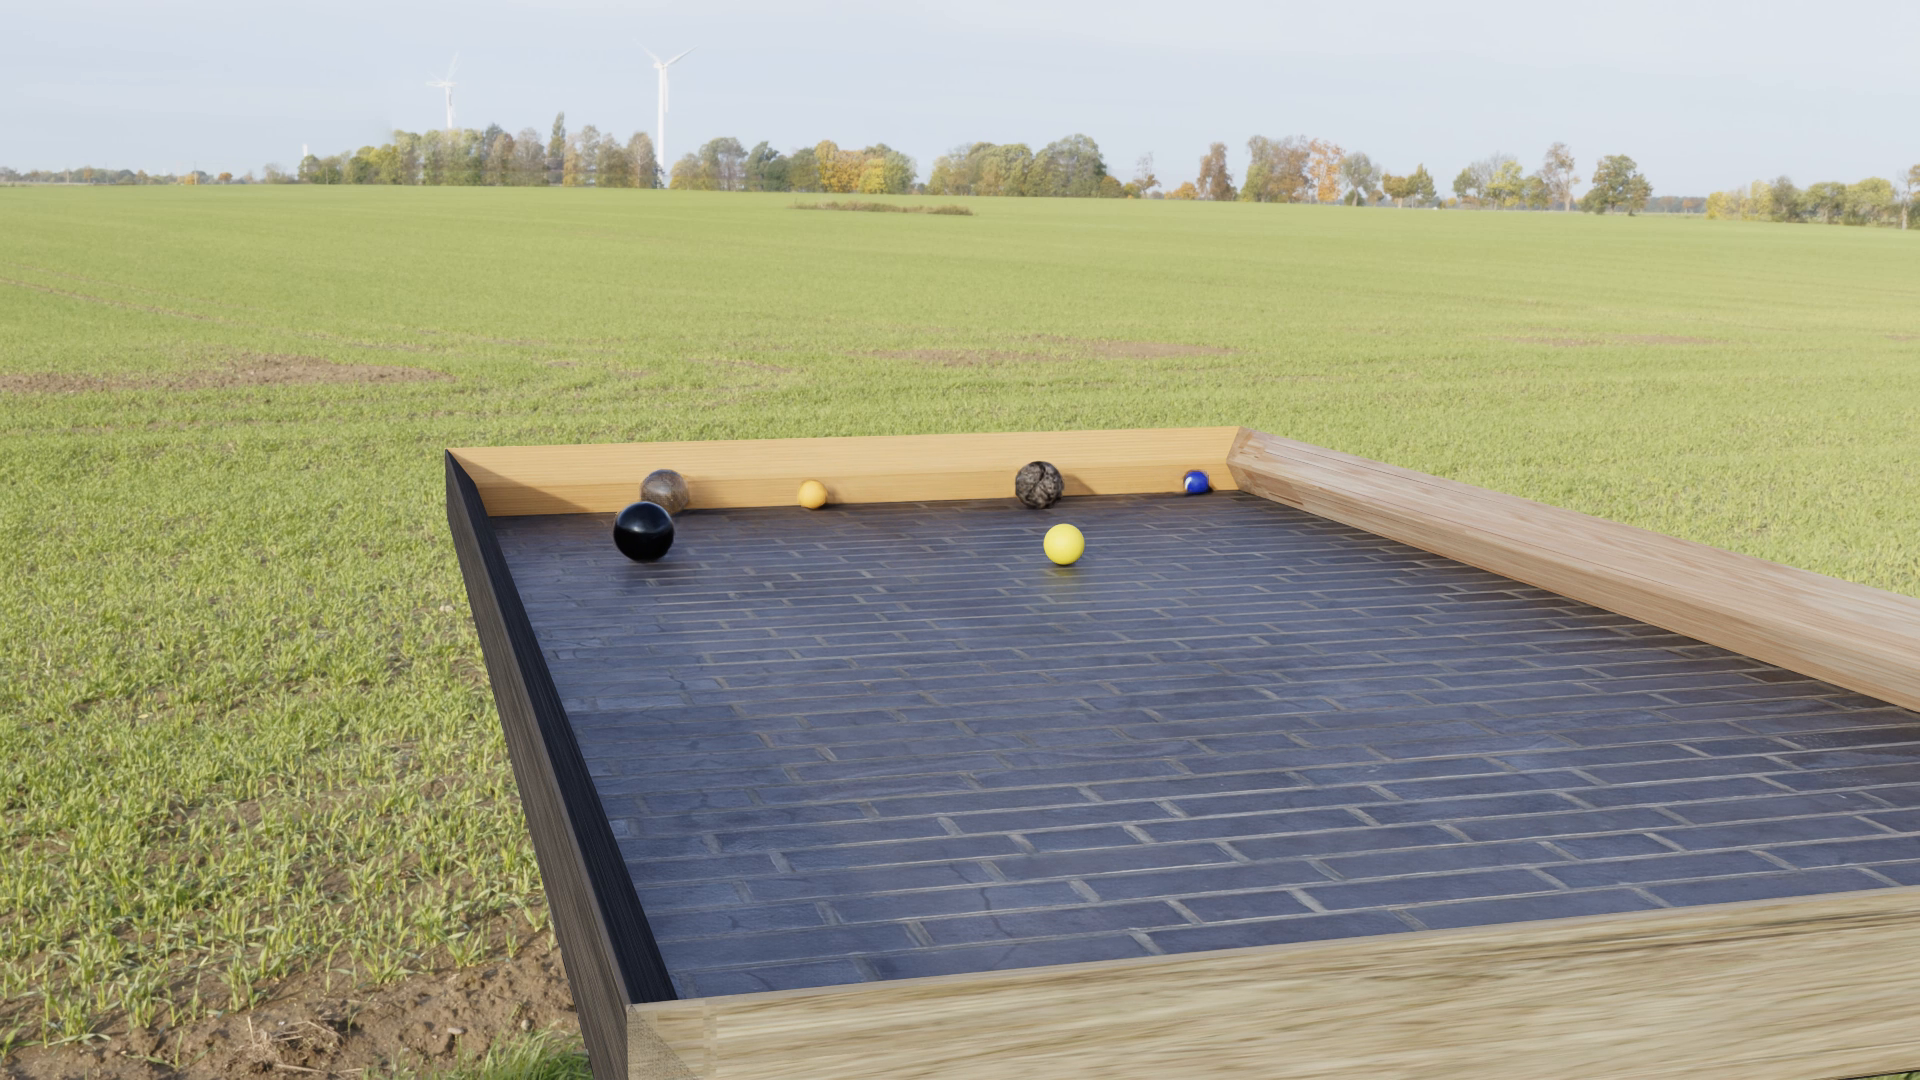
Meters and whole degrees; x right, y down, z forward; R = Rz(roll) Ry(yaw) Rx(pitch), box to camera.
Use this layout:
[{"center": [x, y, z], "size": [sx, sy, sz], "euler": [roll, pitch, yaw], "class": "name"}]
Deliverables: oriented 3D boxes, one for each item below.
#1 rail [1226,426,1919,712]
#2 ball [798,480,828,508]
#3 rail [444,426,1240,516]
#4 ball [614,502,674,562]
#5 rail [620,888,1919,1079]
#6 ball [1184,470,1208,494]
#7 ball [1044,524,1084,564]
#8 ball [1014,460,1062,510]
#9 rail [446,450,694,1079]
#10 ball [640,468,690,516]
[{"center": [0.840, 0.045, 2.770], "size": [0.045, 0.116, 2.681], "euler": [-2, 9, -15], "class": "rail"}, {"center": [-0.254, -0.079, 3.802], "size": [0.050, 0.050, 0.050], "euler": [0, 9, 0], "class": "ball"}, {"center": [-0.167, -0.121, 3.851], "size": [1.428, 0.116, 0.045], "euler": [-2, 9, -15], "class": "rail"}, {"center": [-0.465, -0.012, 3.234], "size": [0.089, 0.089, 0.089], "euler": [0, 9, 0], "class": "ball"}, {"center": [0.514, 0.265, 1.336], "size": [1.428, 0.116, 0.045], "euler": [-2, 9, -15], "class": "rail"}, {"center": [0.429, -0.104, 3.989], "size": [0.044, 0.044, 0.044], "euler": [0, 9, 0], "class": "ball"}, {"center": [0.152, 0.006, 3.214], "size": [0.060, 0.060, 0.060], "euler": [0, 9, 0], "class": "ball"}, {"center": [0.136, -0.095, 3.796], "size": [0.084, 0.084, 0.084], "euler": [0, 9, 0], "class": "ball"}, {"center": [-0.494, 0.099, 2.417], "size": [0.045, 0.116, 2.681], "euler": [-2, 9, -15], "class": "rail"}, {"center": [-0.498, -0.080, 3.704], "size": [0.082, 0.082, 0.082], "euler": [0, 9, 0], "class": "ball"}]
